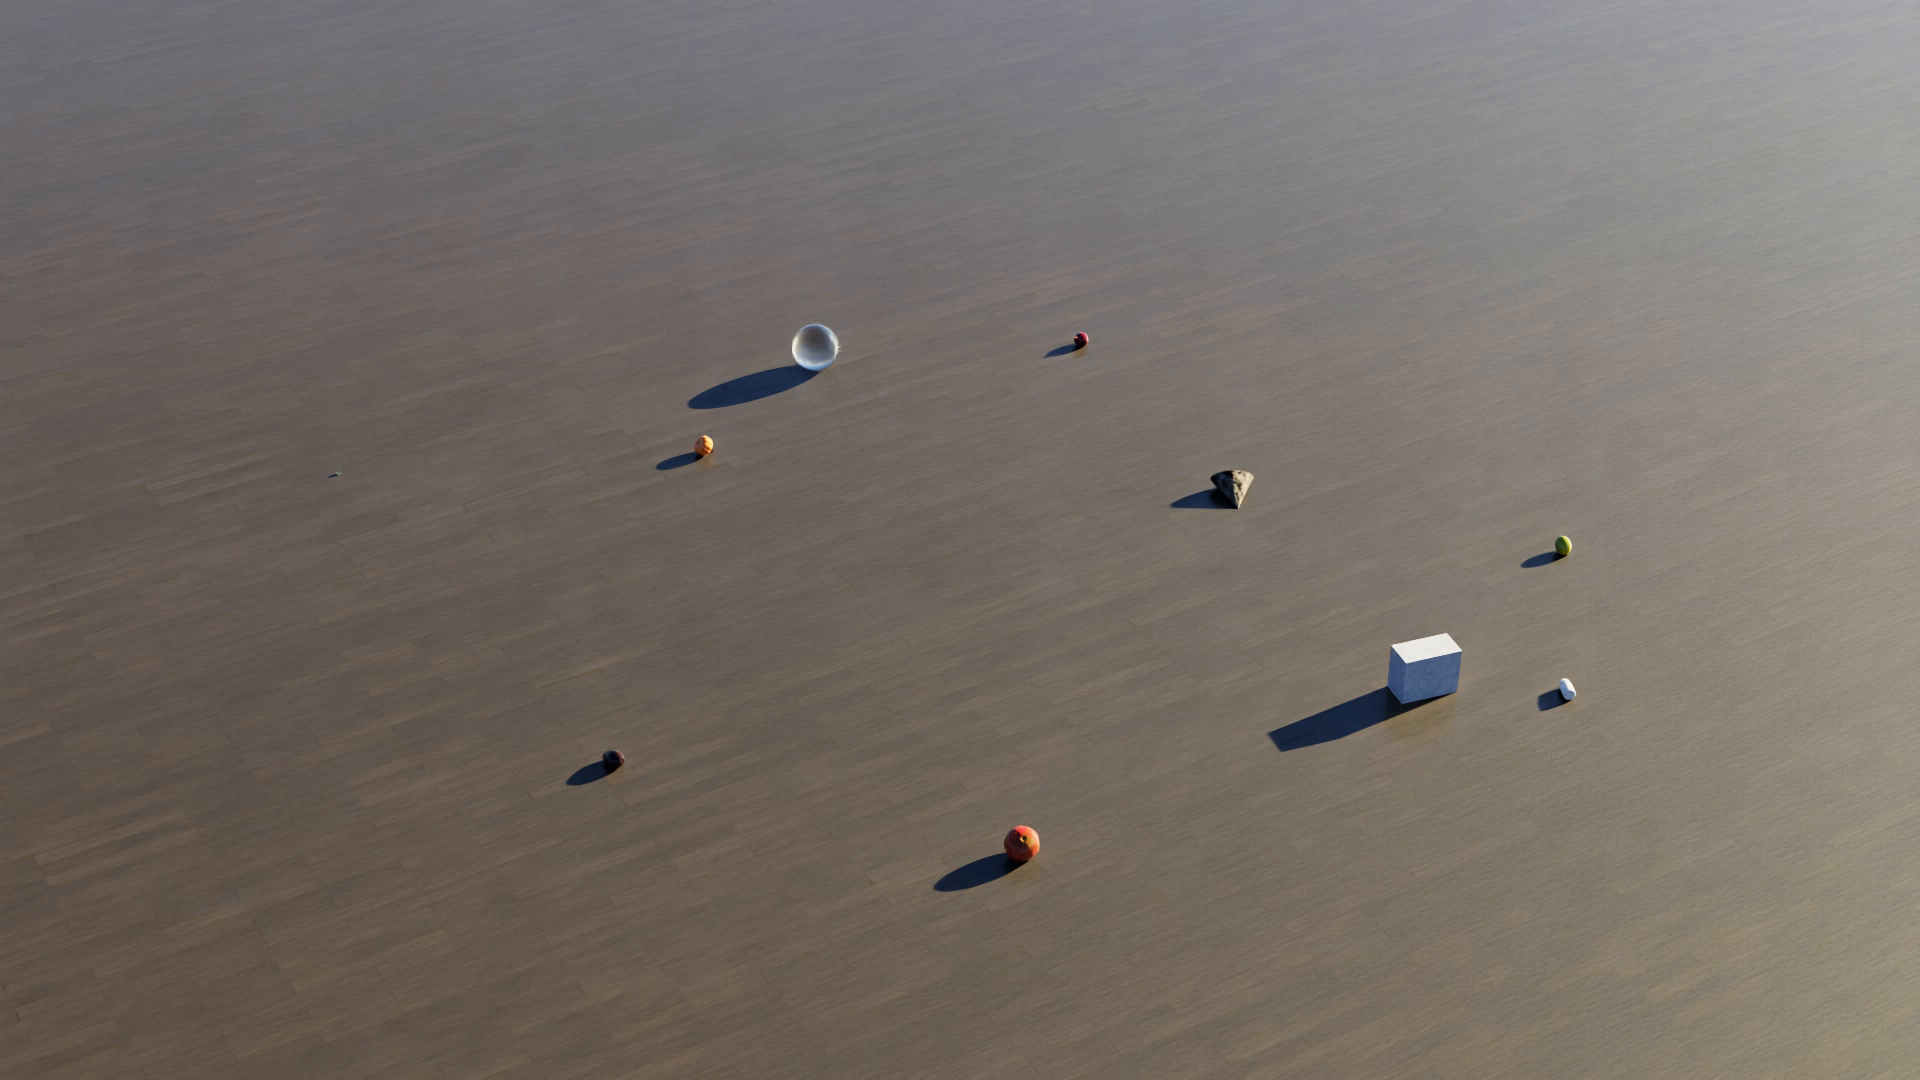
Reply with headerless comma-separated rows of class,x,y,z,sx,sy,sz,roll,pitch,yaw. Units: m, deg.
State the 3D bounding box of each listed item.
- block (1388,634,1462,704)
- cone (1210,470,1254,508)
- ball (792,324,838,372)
block,1.602,0.443,10.114,0.213,0.173,0.112,-11,35,-16
cone,1.048,-0.176,11.173,0.167,0.088,0.163,-2,48,-5
ball,-0.590,-0.785,11.960,0.193,0.193,0.193,0,33,0
